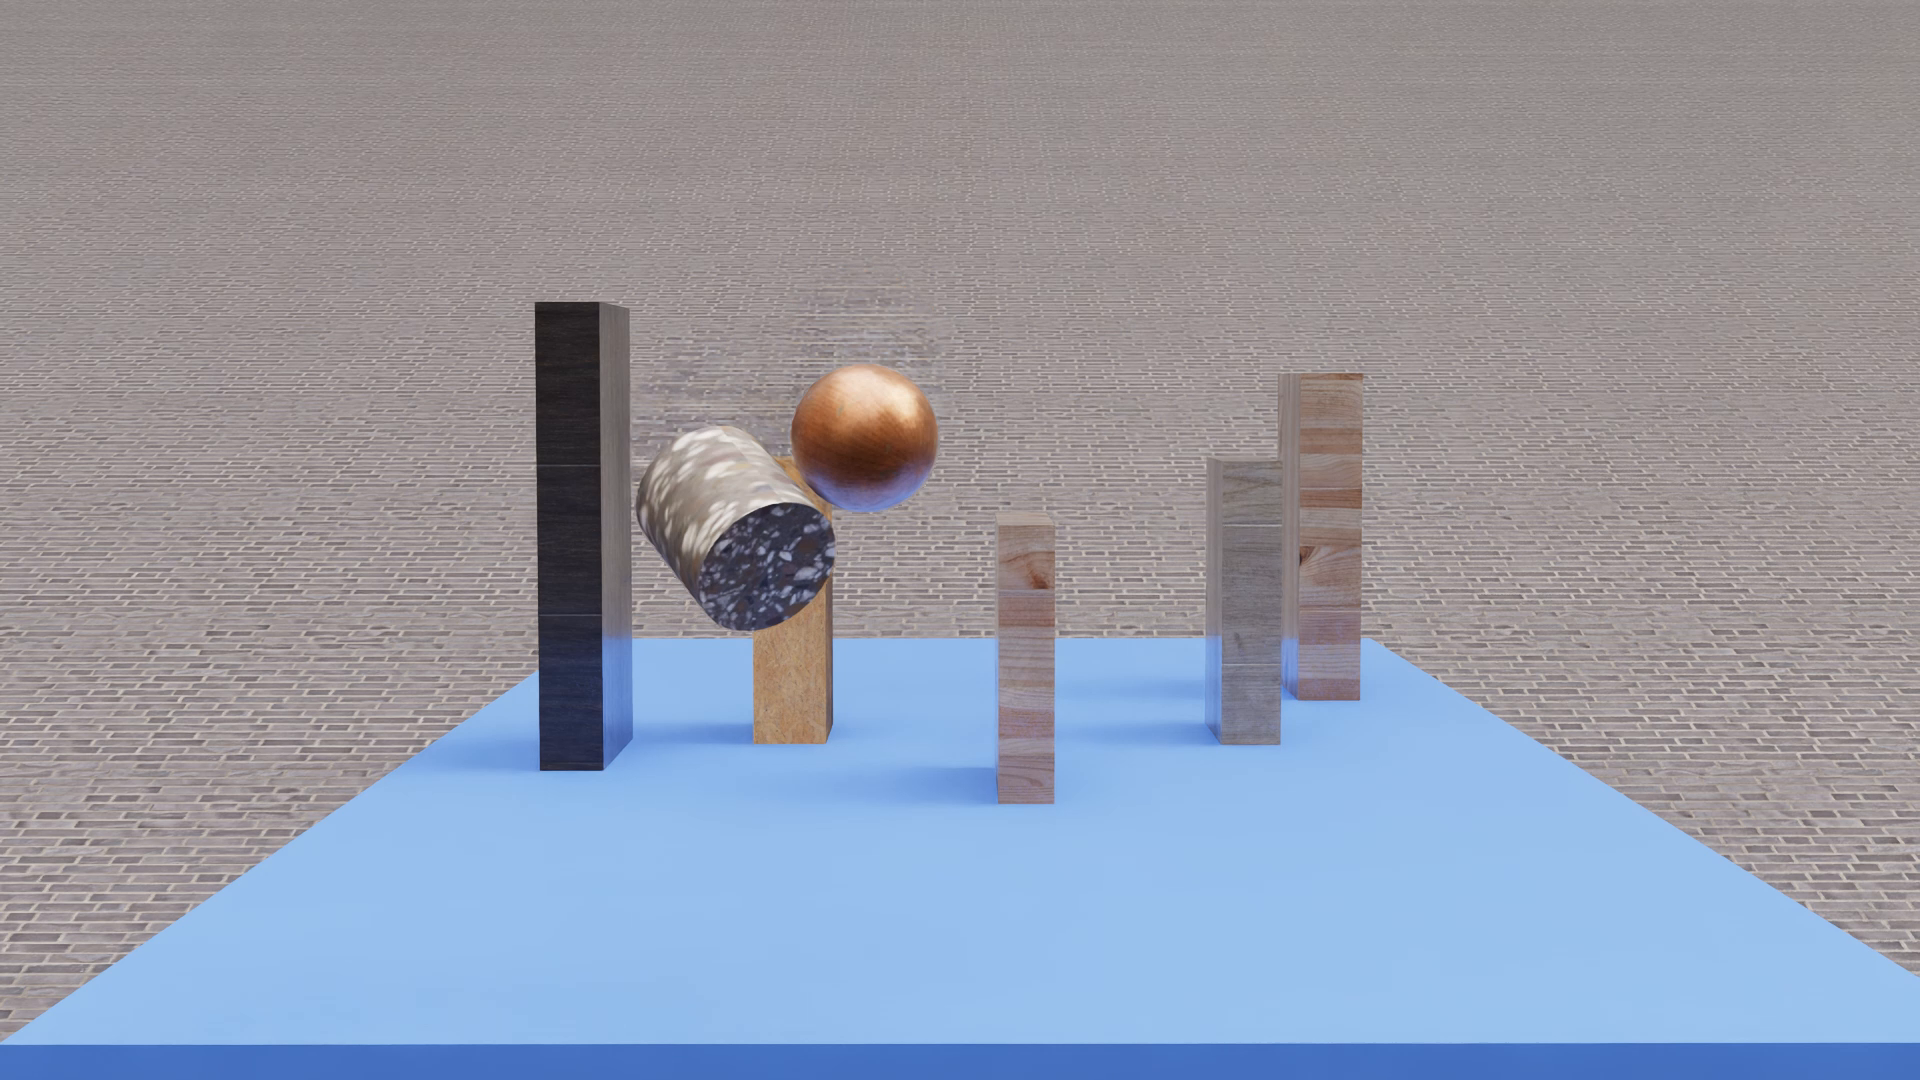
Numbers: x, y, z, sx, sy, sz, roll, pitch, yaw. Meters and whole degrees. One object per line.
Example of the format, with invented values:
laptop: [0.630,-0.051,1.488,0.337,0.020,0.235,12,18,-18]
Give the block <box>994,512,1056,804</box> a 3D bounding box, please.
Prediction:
block: [0.102,0.181,4.146,0.087,0.432,0.380,0,4,0]

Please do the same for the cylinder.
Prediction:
cylinder: [-0.243,-0.013,2.774,0.162,0.162,0.162,-11,38,-29]

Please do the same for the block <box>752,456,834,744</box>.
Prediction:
block: [-0.307,0.104,4.748,0.131,0.513,0.270,0,4,0]

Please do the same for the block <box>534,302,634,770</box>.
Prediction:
block: [-0.653,-0.016,4.485,0.107,0.785,0.396,0,4,0]

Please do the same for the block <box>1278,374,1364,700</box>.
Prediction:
block: [0.755,-0.016,5.418,0.126,0.668,0.370,0,4,0]

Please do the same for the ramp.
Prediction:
ramp: [0.047,0.424,4.534,2.000,0.100,4.000,0,4,0]

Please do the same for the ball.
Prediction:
ball: [-0.095,-0.101,2.553,0.148,0.148,0.148,0,20,0]

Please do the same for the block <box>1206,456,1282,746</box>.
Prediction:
block: [0.522,0.105,4.746,0.107,0.510,0.299,0,4,0]
